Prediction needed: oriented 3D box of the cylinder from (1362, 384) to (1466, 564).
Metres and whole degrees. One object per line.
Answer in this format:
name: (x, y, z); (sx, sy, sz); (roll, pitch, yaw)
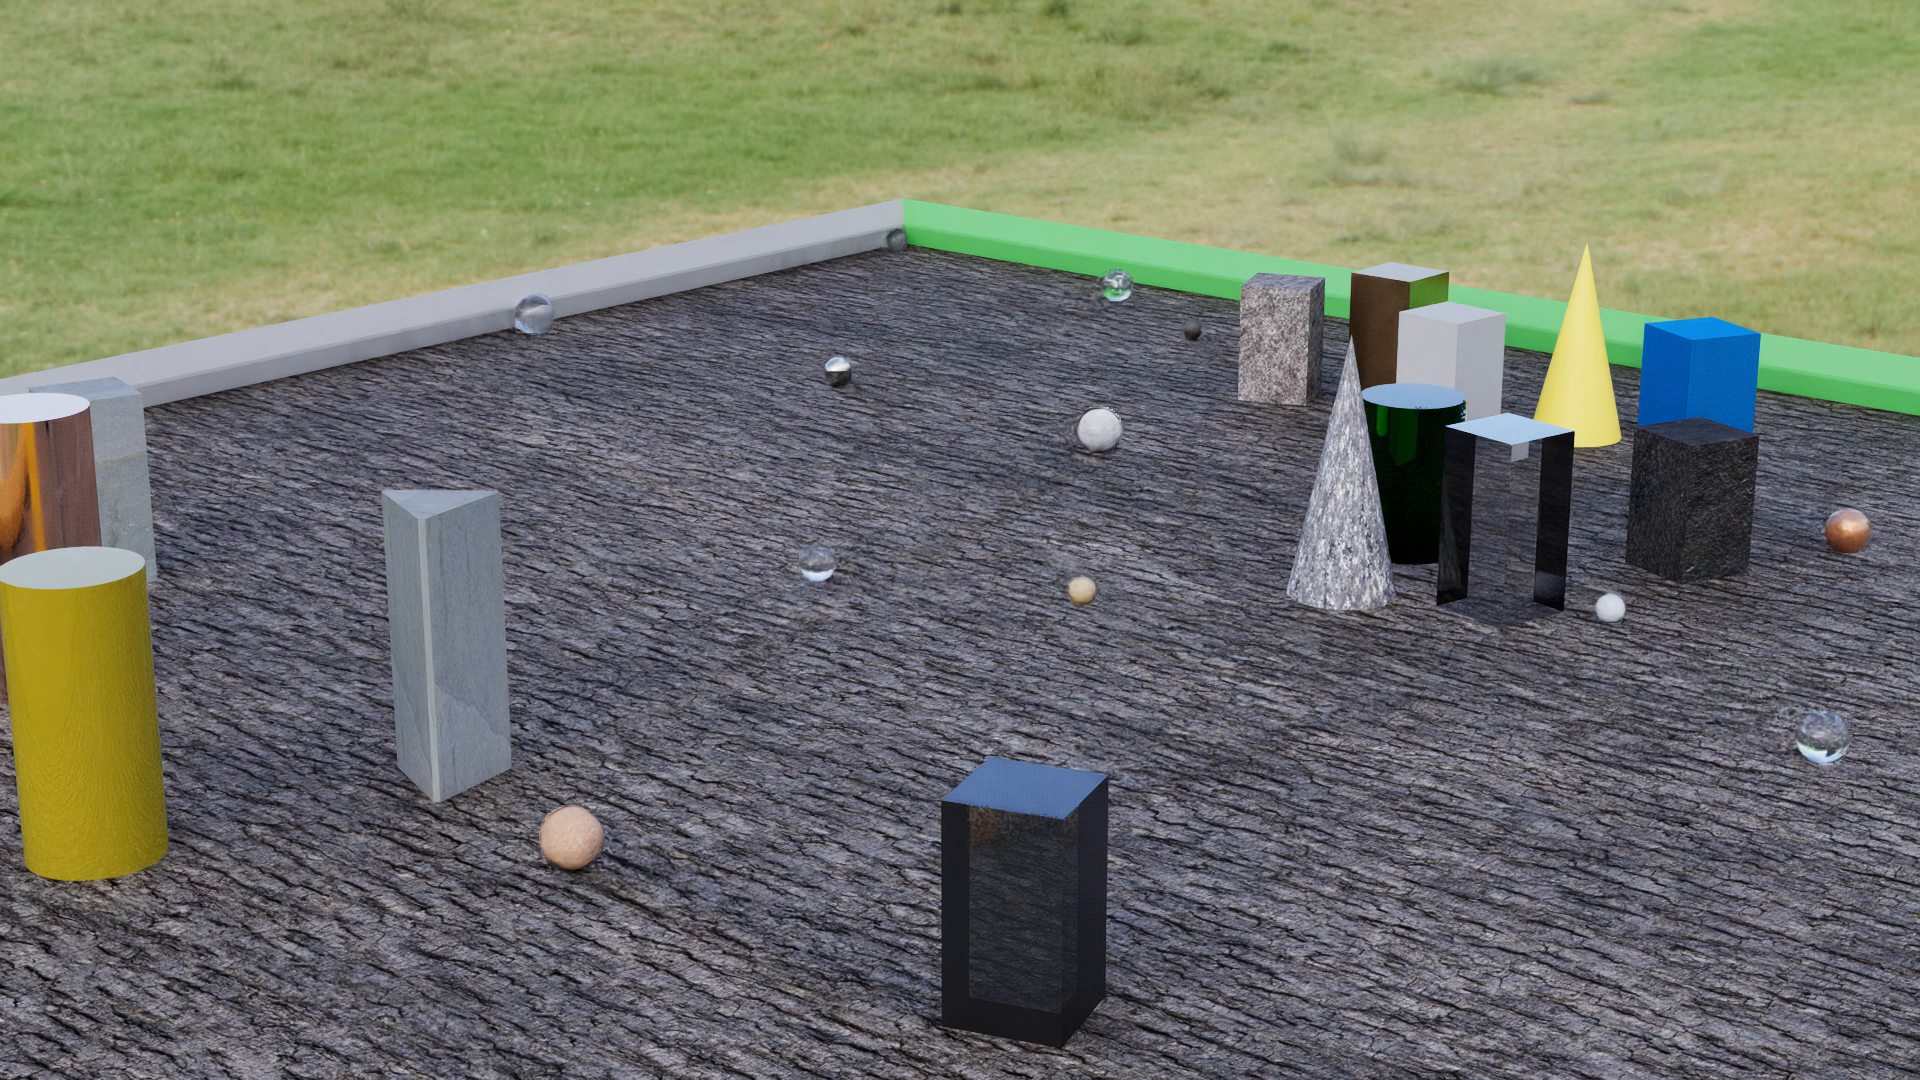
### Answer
cylinder: (0.820, -0.122, 5.344); (0.191, 0.290, 0.191); (0, 17, 0)

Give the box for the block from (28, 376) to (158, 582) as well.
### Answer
block: (-1.530, -0.098, 5.176); (0.153, 0.341, 0.153); (-11, 20, -31)

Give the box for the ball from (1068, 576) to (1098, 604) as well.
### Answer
ball: (0.212, 0.087, 5.068); (0.050, 0.050, 0.050); (0, 17, 0)

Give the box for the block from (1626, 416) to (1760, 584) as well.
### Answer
block: (1.307, -0.072, 5.241); (0.153, 0.253, 0.153); (-9, 19, -26)

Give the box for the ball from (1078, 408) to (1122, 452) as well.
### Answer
ball: (0.287, -0.225, 6.033); (0.090, 0.090, 0.090); (0, 17, 0)

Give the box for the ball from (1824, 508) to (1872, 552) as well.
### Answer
ball: (1.624, -0.018, 5.361); (0.081, 0.081, 0.081); (0, 17, 0)

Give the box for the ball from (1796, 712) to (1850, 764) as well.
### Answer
ball: (1.277, 0.292, 4.340); (0.078, 0.078, 0.078); (0, 17, 0)

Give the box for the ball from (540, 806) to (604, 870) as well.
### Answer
ball: (-0.524, 0.403, 3.960); (0.085, 0.085, 0.085); (0, 17, 0)

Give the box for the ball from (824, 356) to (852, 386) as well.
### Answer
ball: (-0.275, -0.380, 6.591); (0.063, 0.063, 0.063); (0, 17, 0)

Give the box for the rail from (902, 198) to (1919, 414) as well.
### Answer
rail: (1.493, -0.466, 6.767); (4.417, 0.124, 0.045); (14, 22, 39)

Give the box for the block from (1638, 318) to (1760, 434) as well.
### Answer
block: (1.397, -0.226, 5.568); (0.153, 0.360, 0.153); (-6, 18, -20)

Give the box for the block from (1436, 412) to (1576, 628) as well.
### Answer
block: (0.930, -0.035, 5.003); (0.153, 0.321, 0.153); (-12, 21, -35)

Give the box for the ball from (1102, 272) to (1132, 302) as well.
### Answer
ball: (0.398, -0.642, 7.433); (0.078, 0.078, 0.078); (0, 17, 0)

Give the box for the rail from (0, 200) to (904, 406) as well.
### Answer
rail: (-1.650, -0.383, 6.492); (0.045, 0.124, 4.602); (14, 22, 39)

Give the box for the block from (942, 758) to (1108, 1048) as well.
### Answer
block: (0.078, 0.432, 3.510); (0.153, 0.290, 0.153); (7, 18, 22)

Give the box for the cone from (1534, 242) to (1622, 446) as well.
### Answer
cone: (1.295, -0.418, 6.112); (0.191, 0.413, 0.191); (0, 17, 0)

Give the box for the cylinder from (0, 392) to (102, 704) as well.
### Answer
cylinder: (-1.447, 0.014, 4.605); (0.191, 0.457, 0.191); (0, 17, 0)

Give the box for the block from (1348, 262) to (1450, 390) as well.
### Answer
block: (0.961, -0.450, 6.441); (0.153, 0.283, 0.153); (15, 22, 40)

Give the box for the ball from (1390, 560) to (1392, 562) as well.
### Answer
ball: (0.745, 0.046, 5.210); (0.046, 0.046, 0.046); (0, 17, 0)

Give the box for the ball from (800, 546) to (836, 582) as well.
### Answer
ball: (-0.253, 0.043, 5.191); (0.064, 0.064, 0.064); (0, 17, 0)

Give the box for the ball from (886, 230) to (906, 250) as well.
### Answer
ball: (-0.178, -0.825, 8.075); (0.056, 0.056, 0.056); (0, 17, 0)

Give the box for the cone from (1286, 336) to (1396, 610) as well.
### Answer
cone: (0.668, -0.129, 5.066); (0.191, 0.464, 0.191); (0, 17, 0)

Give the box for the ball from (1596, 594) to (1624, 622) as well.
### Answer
ball: (1.103, 0.115, 4.976); (0.049, 0.049, 0.049); (0, 17, 0)

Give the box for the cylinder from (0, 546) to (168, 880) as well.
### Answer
cylinder: (-1.183, 0.233, 3.961); (0.191, 0.410, 0.191); (0, 17, 0)

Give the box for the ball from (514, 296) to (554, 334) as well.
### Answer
ball: (-1.027, -0.543, 7.075); (0.096, 0.096, 0.096); (0, 17, 0)

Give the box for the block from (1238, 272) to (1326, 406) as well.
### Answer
block: (0.710, -0.445, 6.471); (0.153, 0.256, 0.153); (6, 18, 19)

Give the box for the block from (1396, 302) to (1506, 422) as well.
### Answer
block: (1.006, -0.327, 6.028); (0.153, 0.287, 0.153); (-14, 22, -39)

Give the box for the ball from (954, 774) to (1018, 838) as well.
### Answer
ball: (0.037, 0.369, 4.065); (0.089, 0.089, 0.089); (0, 17, 0)

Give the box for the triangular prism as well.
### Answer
triangular prism: (-0.767, 0.142, 4.240); (0.143, 0.423, 0.166); (10, 19, 30)

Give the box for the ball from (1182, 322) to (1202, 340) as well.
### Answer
ball: (0.556, -0.501, 7.023); (0.045, 0.045, 0.045); (0, 17, 0)
